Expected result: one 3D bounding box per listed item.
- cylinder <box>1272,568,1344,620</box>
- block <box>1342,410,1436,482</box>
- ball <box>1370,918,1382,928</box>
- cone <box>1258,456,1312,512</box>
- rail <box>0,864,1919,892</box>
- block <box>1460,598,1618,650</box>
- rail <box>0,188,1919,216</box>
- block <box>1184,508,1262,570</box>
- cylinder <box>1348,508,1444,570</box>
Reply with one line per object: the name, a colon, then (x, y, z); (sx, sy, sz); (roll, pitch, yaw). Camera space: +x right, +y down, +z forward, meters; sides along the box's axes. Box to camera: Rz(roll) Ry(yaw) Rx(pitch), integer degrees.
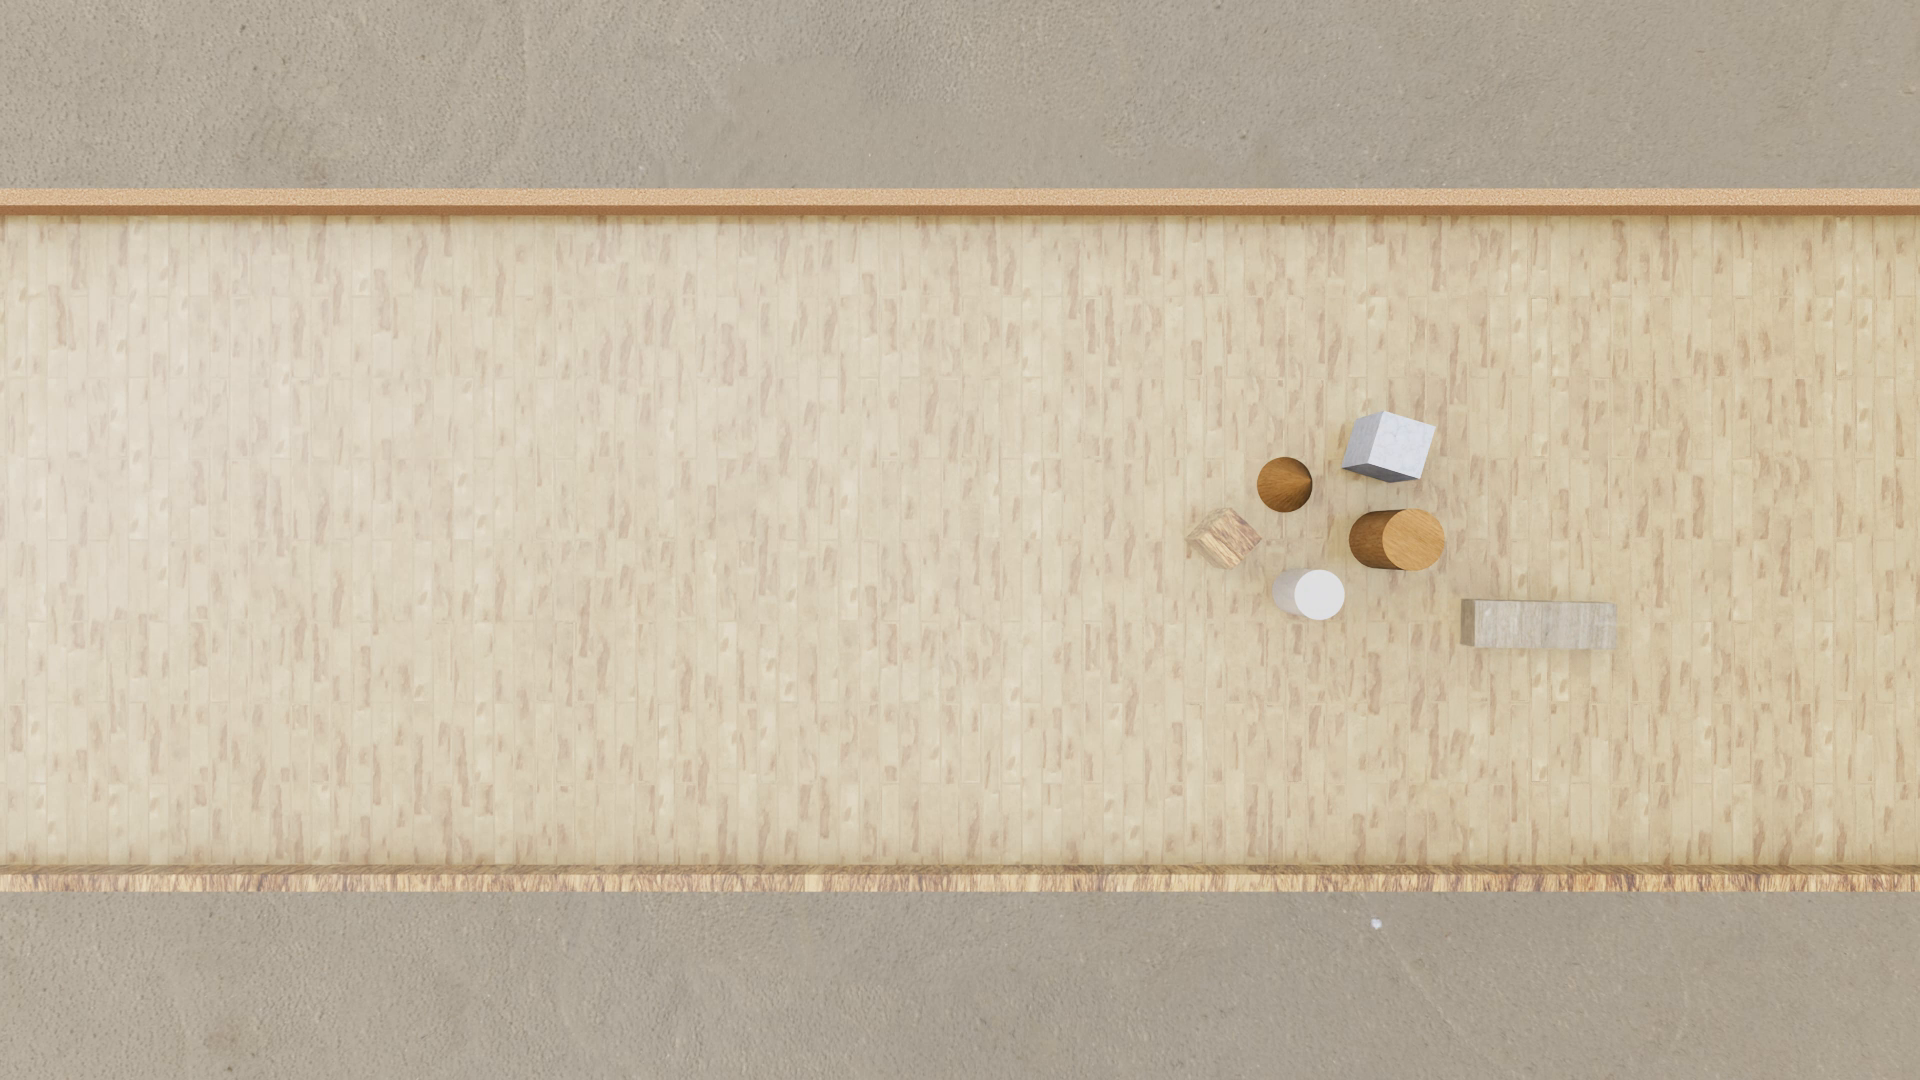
cylinder: (1.033, 0.157, 4.907); (0.144, 0.340, 0.144); (0, 90, 0)
block: (1.270, -0.274, 4.908); (0.157, 0.337, 0.157); (17, 90, 0)
ball: (6.211, 5.716, 24.610); (0.161, 0.161, 0.161); (0, 90, 0)
cone: (1.000, -0.170, 4.886); (0.171, 0.381, 0.171); (0, 90, 0)
rail: (-2.247, 1.025, 5.001); (12.000, 0.150, 0.050); (0, 90, 0)
block: (1.754, 0.255, 5.007); (0.425, 0.139, 0.139); (1, 90, 0)
rail: (-2.247, -1.025, 5.002); (12.000, 0.150, 0.050); (0, 90, 0)
block: (0.780, -0.004, 4.907); (0.127, 0.340, 0.127); (44, 90, 0)
cylinder: (1.286, -0.001, 4.875); (0.177, 0.402, 0.177); (0, 90, 0)
